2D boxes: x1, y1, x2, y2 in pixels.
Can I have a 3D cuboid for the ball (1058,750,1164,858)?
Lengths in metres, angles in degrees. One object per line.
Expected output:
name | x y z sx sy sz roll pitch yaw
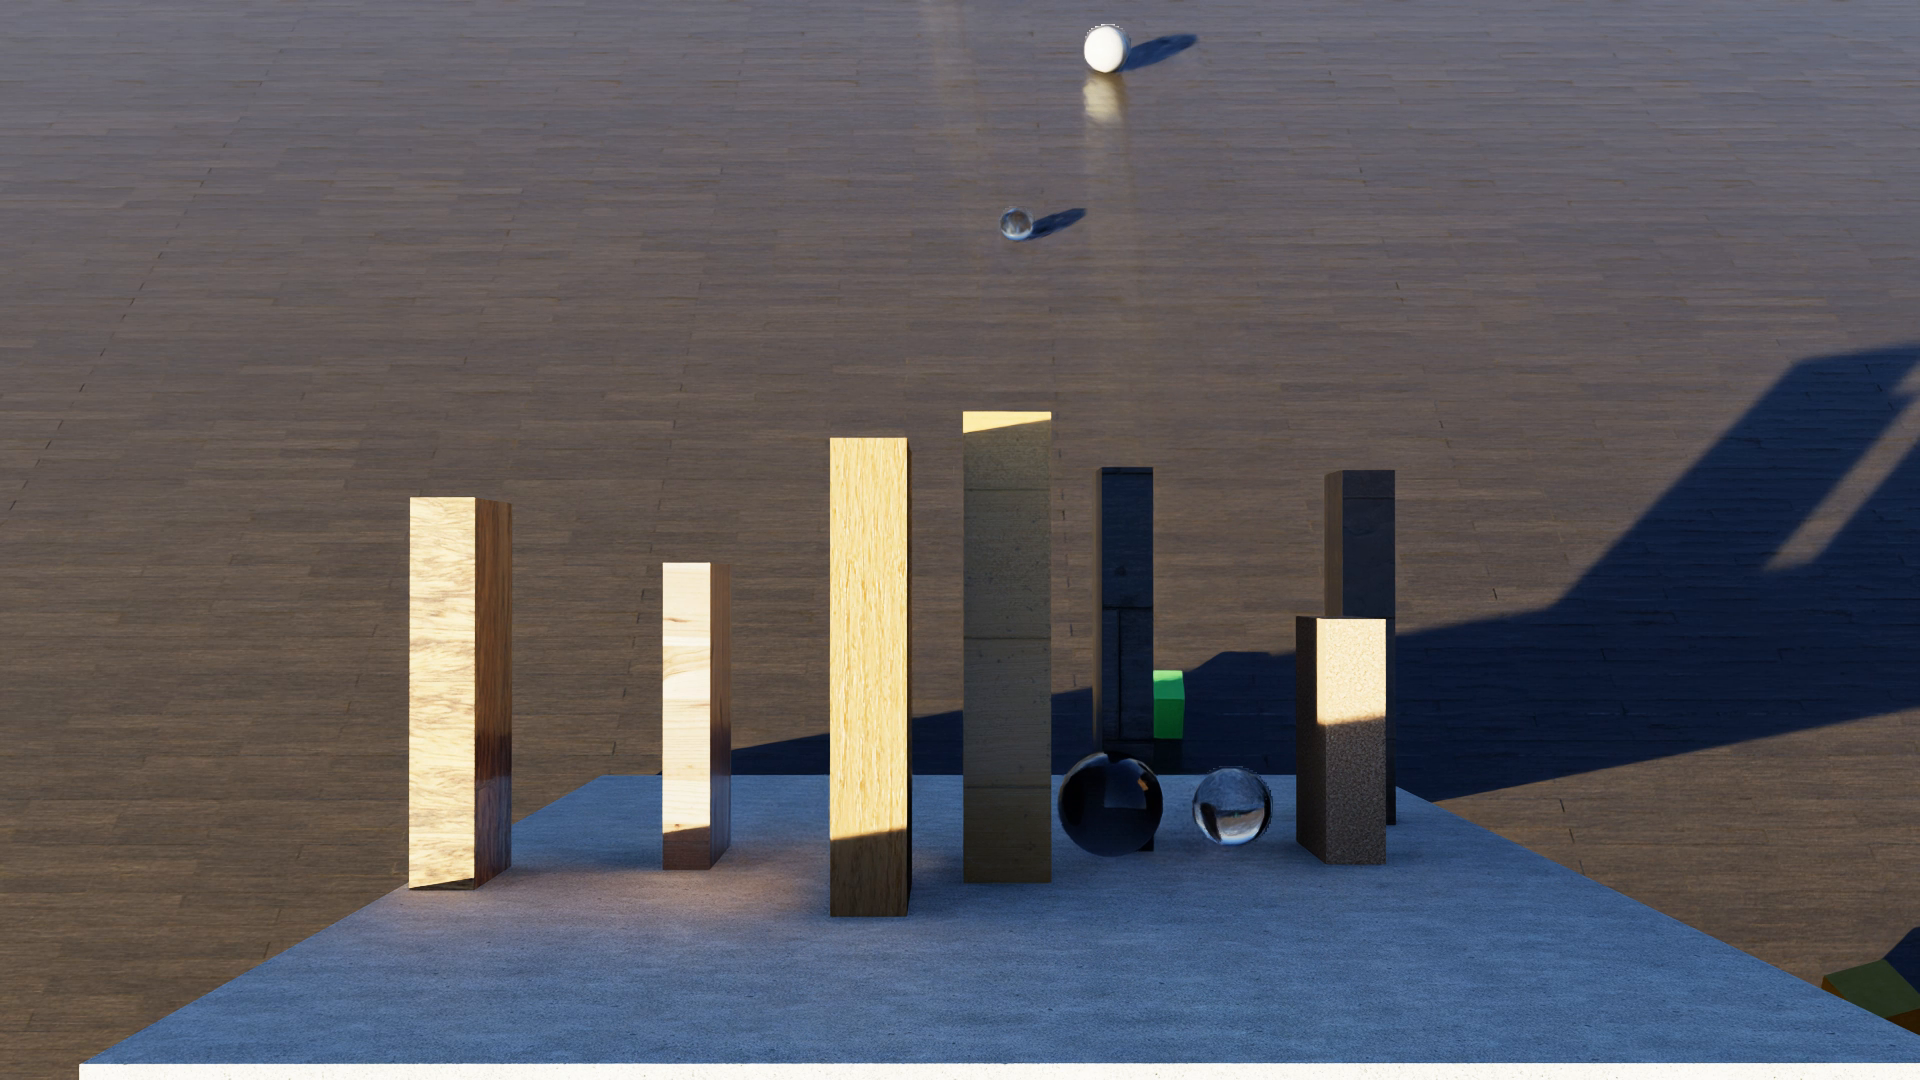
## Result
ball | 0.276 0.484 4.759 0.194 0.194 0.194 0 32 0

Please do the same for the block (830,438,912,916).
block | -0.139 0.211 4.146 0.116 0.724 0.449 0 -1 0

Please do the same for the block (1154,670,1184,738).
block | 0.537 0.446 7.025 0.131 0.131 0.131 0 32 1

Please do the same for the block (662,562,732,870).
block | -0.480 0.313 4.761 0.082 0.538 0.424 0 -1 0

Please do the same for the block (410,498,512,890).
block | -0.850 0.255 4.434 0.106 0.644 0.356 0 -1 0

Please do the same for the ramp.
ramp | 0.072 0.631 4.730 2.000 0.100 4.000 0 -1 0

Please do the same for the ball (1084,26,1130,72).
ball | 0.619 -2.070 10.946 0.190 0.190 0.190 0 32 0

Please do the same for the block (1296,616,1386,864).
block | 0.707 0.364 4.834 0.107 0.438 0.410 0 -1 0

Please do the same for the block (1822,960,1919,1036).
block | 2.093 1.098 5.961 0.167 0.167 0.167 -11 34 -17

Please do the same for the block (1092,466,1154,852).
block | 0.314 0.225 5.029 0.096 0.720 0.339 0 -1 0

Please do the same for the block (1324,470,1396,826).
block | 0.847 0.224 5.500 0.109 0.735 0.263 0 -1 0

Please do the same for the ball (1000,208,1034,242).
ball | 0.209 -1.163 9.575 0.122 0.122 0.122 0 32 0

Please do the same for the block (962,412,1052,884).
block | 0.079 0.183 4.568 0.147 0.791 0.426 0 -1 0

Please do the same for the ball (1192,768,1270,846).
ball | 0.519 0.510 4.949 0.149 0.149 0.149 0 32 0
